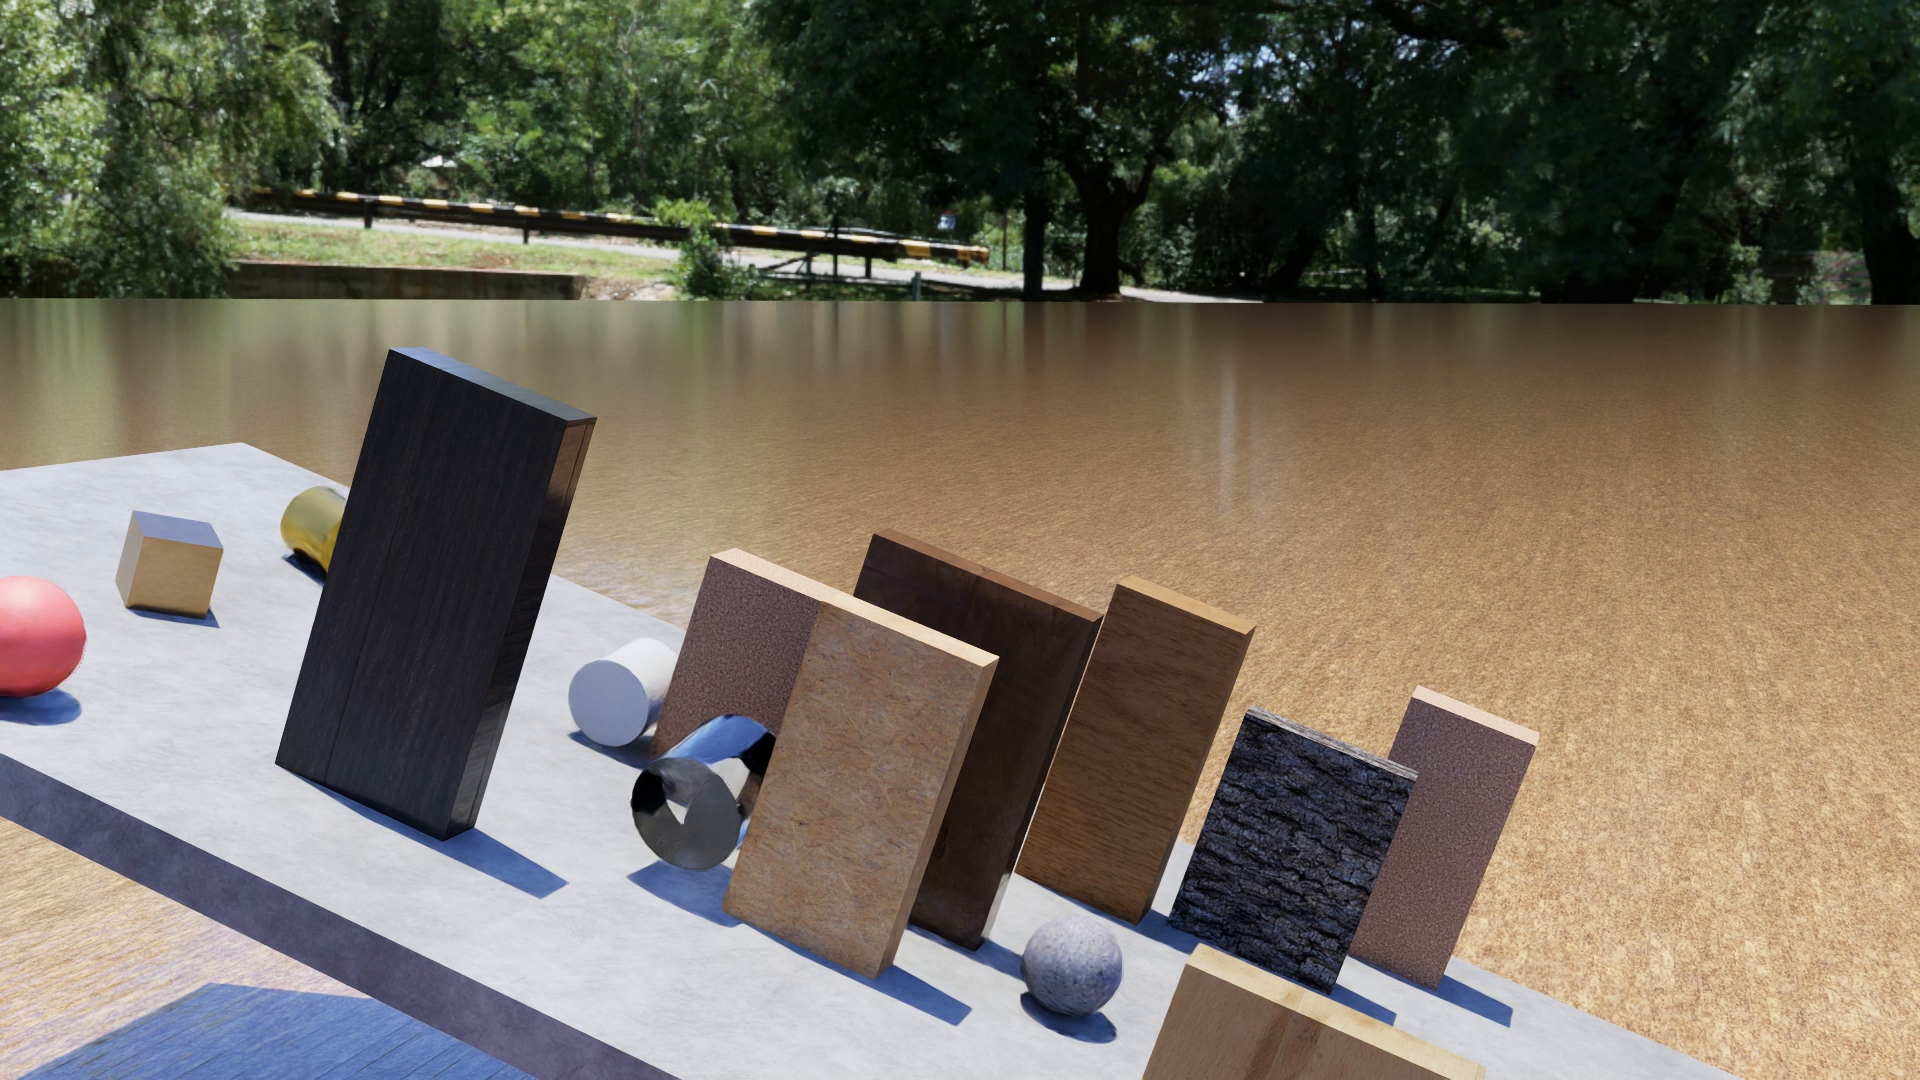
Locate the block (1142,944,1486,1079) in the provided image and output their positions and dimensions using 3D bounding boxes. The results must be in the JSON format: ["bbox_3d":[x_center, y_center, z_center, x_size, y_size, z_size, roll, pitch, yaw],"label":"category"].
[{"bbox_3d":[0.437,0.859,3.034,0.419,0.463,0.098,22,12,14],"label":"block"}]

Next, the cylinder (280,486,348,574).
[{"bbox_3d":[-1.387,-0.013,4.866,0.163,0.163,0.163,28,23,36],"label":"cylinder"}]

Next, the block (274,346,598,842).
[{"bbox_3d":[-0.893,0.091,3.724,0.344,0.759,0.106,22,12,14],"label":"block"}]

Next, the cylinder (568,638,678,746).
[{"bbox_3d":[-0.668,0.305,4.431,0.177,0.177,0.177,2,12,19],"label":"cylinder"}]

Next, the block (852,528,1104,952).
[{"bbox_3d":[-0.052,0.364,4.030,0.433,0.656,0.087,22,12,14],"label":"block"}]

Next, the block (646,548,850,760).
[{"bbox_3d":[-0.358,0.299,4.373,0.405,0.439,0.126,22,12,14],"label":"block"}]

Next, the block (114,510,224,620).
[{"bbox_3d":[-1.564,0.049,4.348,0.152,0.152,0.152,11,14,-32],"label":"block"}]

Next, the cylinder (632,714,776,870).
[{"bbox_3d":[-0.436,0.442,3.875,0.210,0.210,0.210,3,17,20],"label":"cylinder"}]

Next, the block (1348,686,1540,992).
[{"bbox_3d":[0.986,0.627,4.641,0.269,0.568,0.132,22,12,14],"label":"block"}]

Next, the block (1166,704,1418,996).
[{"bbox_3d":[0.665,0.621,4.414,0.354,0.472,0.086,22,12,14],"label":"block"}]

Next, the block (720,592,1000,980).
[{"bbox_3d":[-0.174,0.420,3.765,0.299,0.585,0.098,22,12,14],"label":"block"}]

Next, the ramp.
[{"bbox_3d":[-0.342,0.632,4.216,4.000,0.100,2.000,22,12,14],"label":"ramp"}]

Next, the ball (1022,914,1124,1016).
[{"bbox_3d":[0.198,0.746,3.859,0.177,0.177,0.177,0,7,0],"label":"ball"}]

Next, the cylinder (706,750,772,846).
[{"bbox_3d":[-0.399,0.490,4.177,0.143,0.143,0.143,0,11,4],"label":"cylinder"}]

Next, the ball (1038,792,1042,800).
[{"bbox_3d":[0.078,0.518,4.660,0.190,0.190,0.190,0,7,0],"label":"ball"}]

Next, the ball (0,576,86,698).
[{"bbox_3d":[-1.580,0.162,3.697,0.205,0.205,0.205,0,7,0],"label":"ball"}]

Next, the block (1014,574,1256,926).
[{"bbox_3d":[0.351,0.421,4.430,0.272,0.637,0.133,22,12,14],"label":"block"}]
